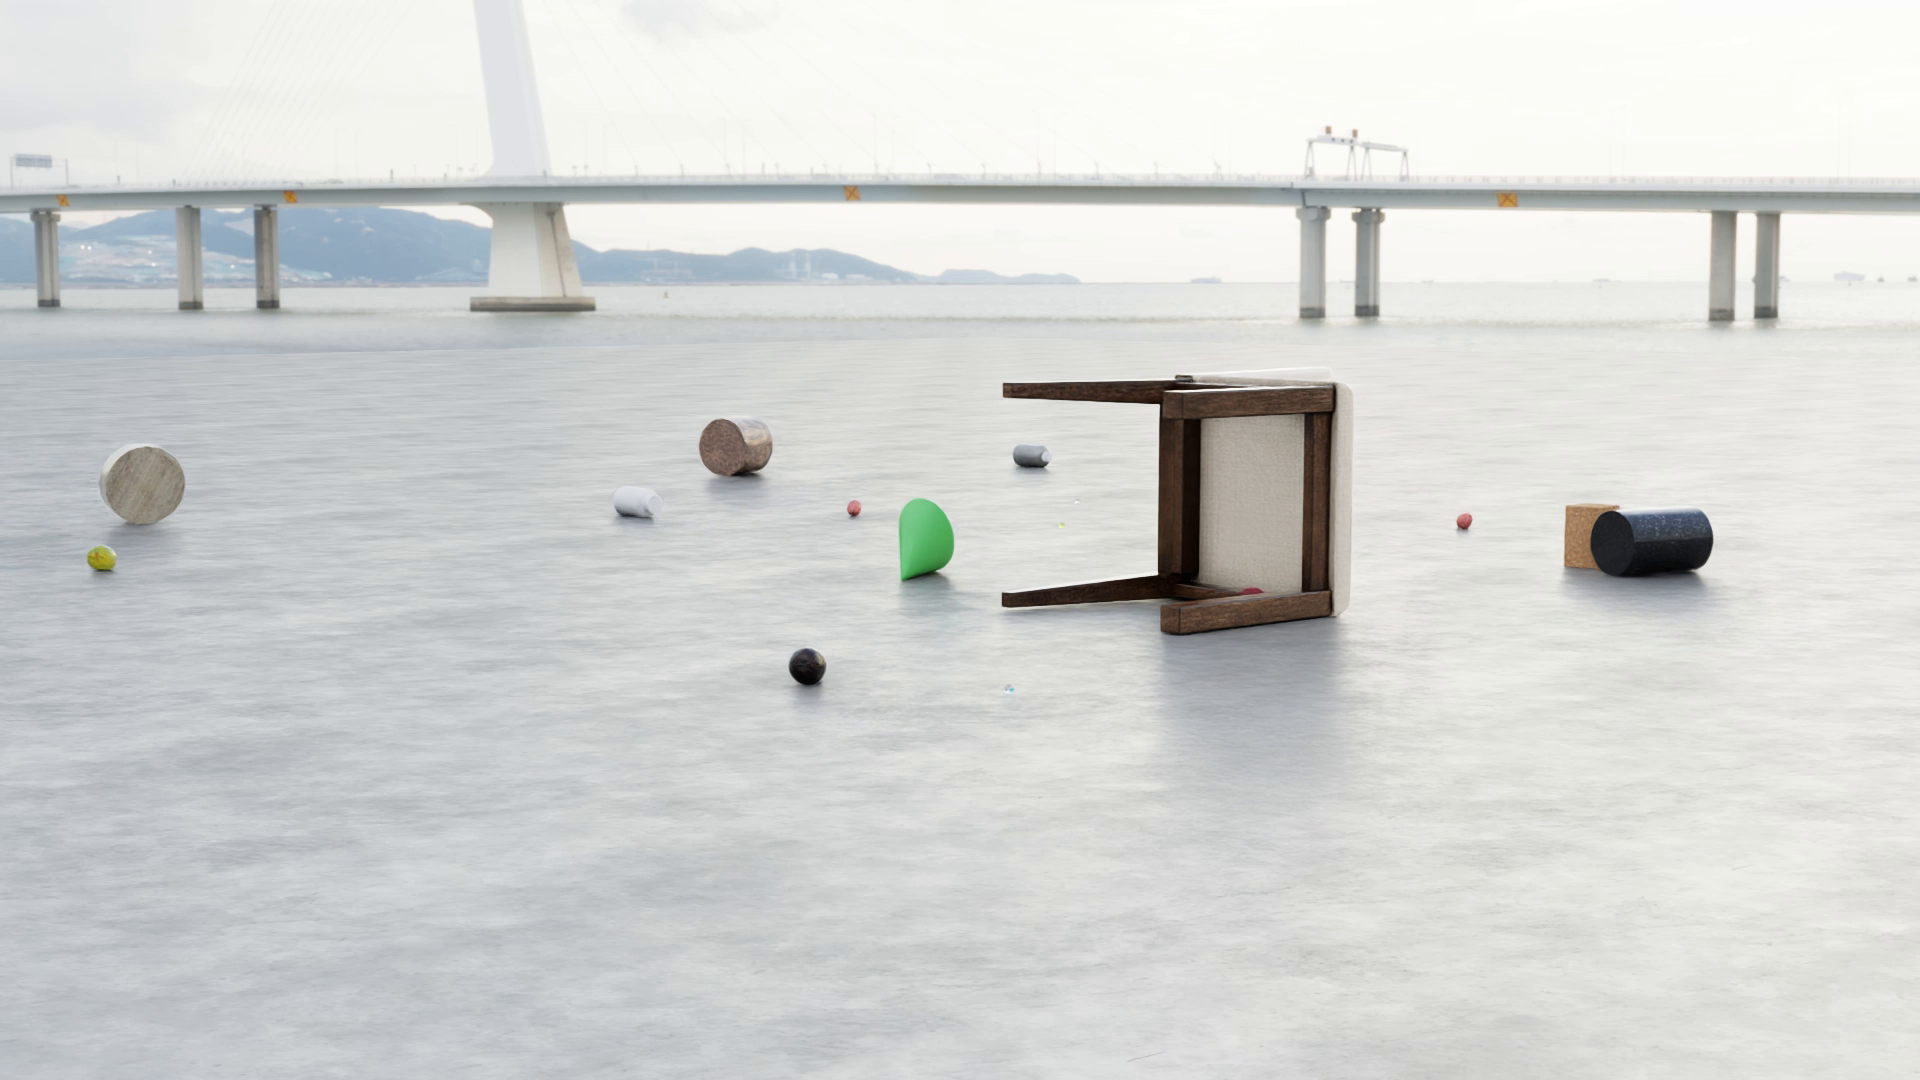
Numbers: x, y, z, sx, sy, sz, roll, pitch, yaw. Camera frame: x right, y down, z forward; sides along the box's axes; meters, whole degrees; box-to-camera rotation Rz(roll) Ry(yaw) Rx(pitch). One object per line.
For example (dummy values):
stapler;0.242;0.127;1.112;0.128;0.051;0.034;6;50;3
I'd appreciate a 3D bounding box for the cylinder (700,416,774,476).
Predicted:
cylinder;-0.743;-0.313;8.529;0.178;0.190;0.181;10;10;25

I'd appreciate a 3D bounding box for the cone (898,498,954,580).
cone;-0.101;0.039;5.615;0.131;0.197;0.174;7;38;17

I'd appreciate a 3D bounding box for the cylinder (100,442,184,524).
cylinder;-2.186;-0.152;6.855;0.201;0.210;0.109;38;-10;-26

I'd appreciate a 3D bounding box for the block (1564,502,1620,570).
block;1.433;-0.009;5.821;0.088;0.139;0.091;5;8;41

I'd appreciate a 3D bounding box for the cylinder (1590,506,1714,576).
cylinder;1.535;0.002;5.693;0.226;0.145;0.142;-3;45;-27
